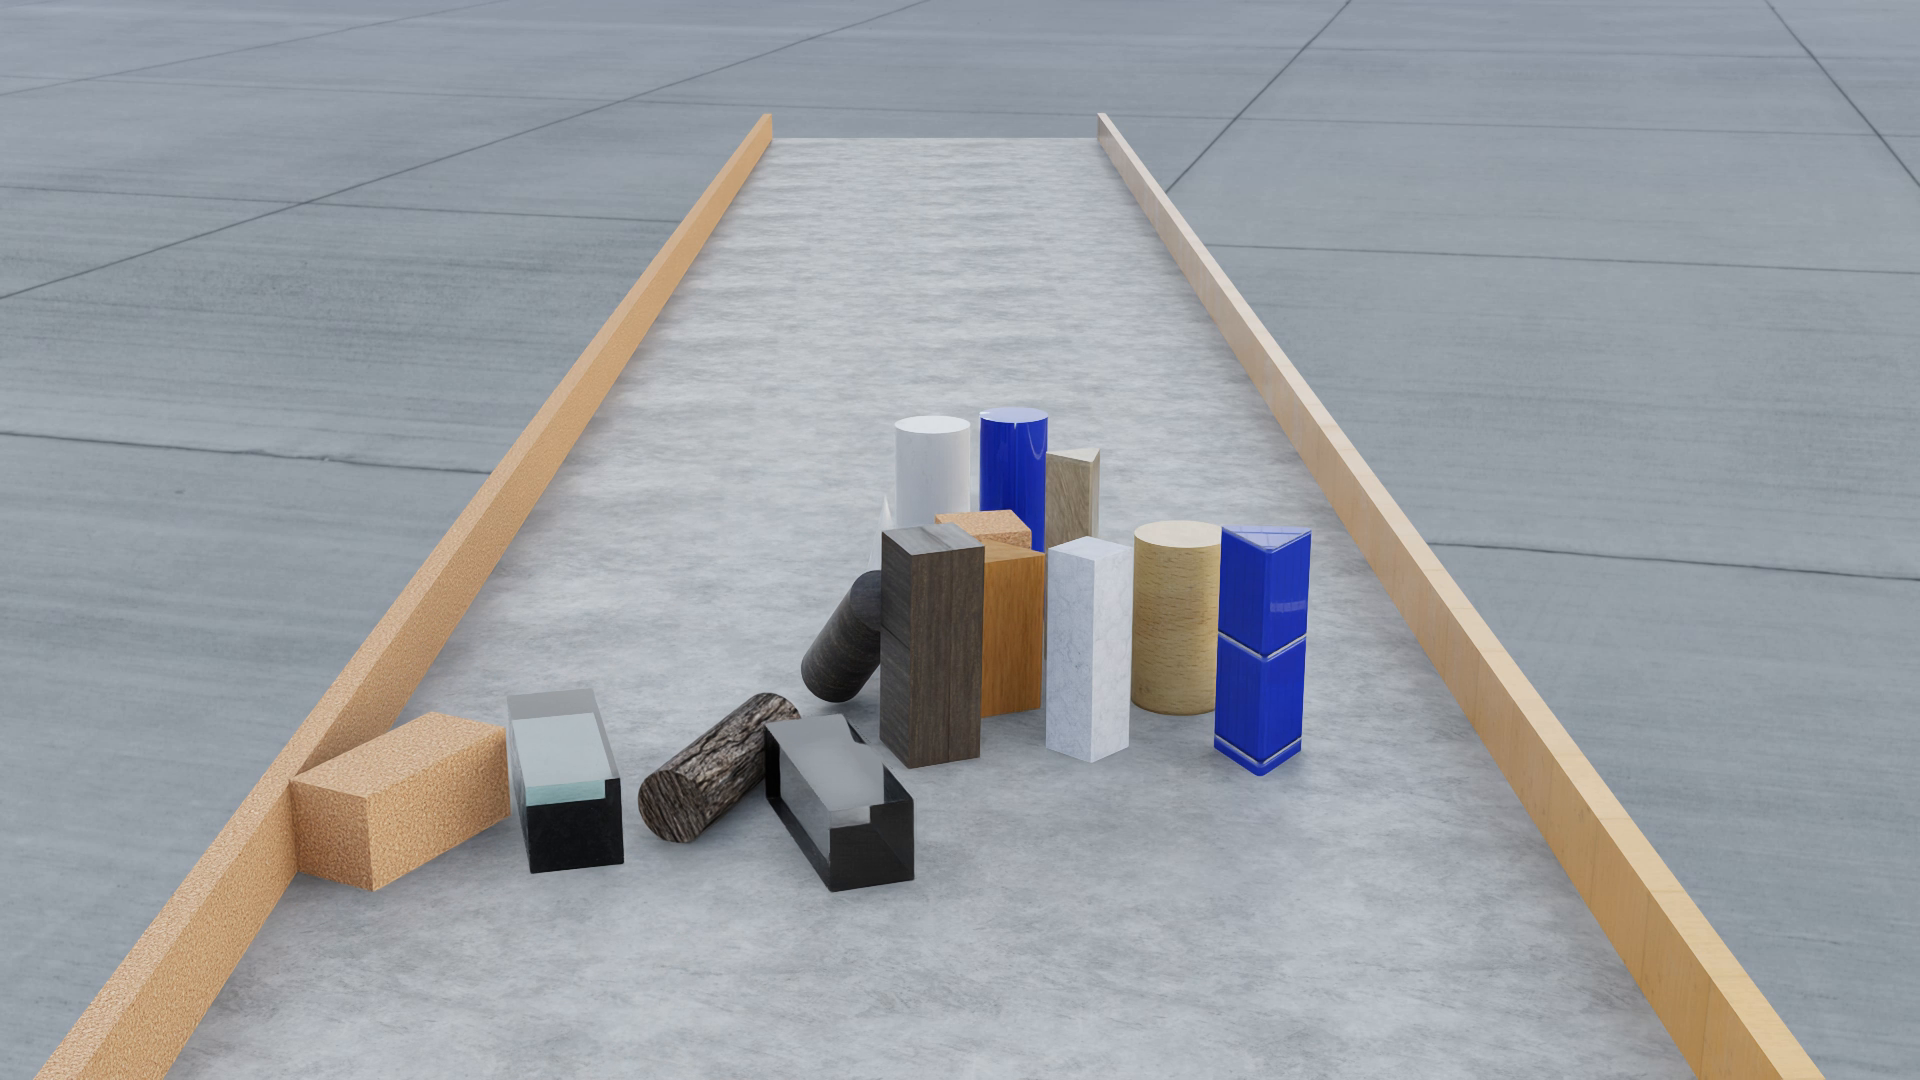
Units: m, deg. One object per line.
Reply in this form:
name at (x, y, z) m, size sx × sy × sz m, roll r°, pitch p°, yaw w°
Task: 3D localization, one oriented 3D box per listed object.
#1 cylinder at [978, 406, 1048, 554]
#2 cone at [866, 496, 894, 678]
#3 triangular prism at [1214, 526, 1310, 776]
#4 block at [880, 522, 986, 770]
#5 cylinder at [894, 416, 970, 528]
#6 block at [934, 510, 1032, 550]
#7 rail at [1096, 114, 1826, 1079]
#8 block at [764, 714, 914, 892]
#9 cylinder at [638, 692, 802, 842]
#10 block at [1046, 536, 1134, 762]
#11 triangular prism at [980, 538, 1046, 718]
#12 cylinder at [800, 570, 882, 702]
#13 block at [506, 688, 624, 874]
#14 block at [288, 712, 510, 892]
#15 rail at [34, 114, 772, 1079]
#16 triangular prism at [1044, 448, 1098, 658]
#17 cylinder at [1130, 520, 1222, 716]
cylinder at (0.111, -0.049, 4.623) m, size 0.143 × 0.439 × 0.143 m, roll 0°, pitch 17°, yaw 0°
cone at (-0.146, 0.079, 4.342) m, size 0.172 × 0.353 × 0.172 m, roll 0°, pitch 17°, yaw 0°
triangular prism at (0.514, 0.185, 3.877) m, size 0.133 × 0.415 × 0.153 m, roll 11°, pitch 20°, yaw 34°
block at (-0.051, 0.186, 3.890) m, size 0.137 × 0.400 × 0.137 m, roll -7°, pitch 21°, yaw -23°
cylinder at (-0.060, -0.084, 4.886) m, size 0.167 × 0.355 × 0.167 m, roll 0°, pitch 17°, yaw 0°
block at (0.043, 0.119, 4.269) m, size 0.153 × 0.318 × 0.153 m, roll -4°, pitch 17°, yaw -13°
rail at (0.932, -0.844, 7.801) m, size 0.050 × 0.150 × 12.000 m, roll 0°, pitch 17°, yaw -1°
block at (-0.201, 0.421, 3.574) m, size 0.136 × 0.136 × 0.391 m, roll -6°, pitch 18°, yaw -19°
cylinder at (-0.400, 0.380, 3.727) m, size 0.126 × 0.126 × 0.380 m, roll 6°, pitch 18°, yaw 19°
block at (0.230, 0.194, 3.916) m, size 0.106 × 0.375 × 0.106 m, roll 15°, pitch 22°, yaw 41°
triangular prism at (0.067, 0.162, 4.135) m, size 0.140 × 0.308 × 0.122 m, roll -7°, pitch 20°, yaw -23°
cylinder at (-0.191, 0.182, 4.082) m, size 0.126 × 0.126 × 0.312 m, roll -9°, pitch -24°, yaw -26°
block at (-0.659, 0.392, 3.651) m, size 0.147 × 0.147 × 0.419 m, roll -4°, pitch 17°, yaw -14°
block at (-0.898, 0.416, 3.552) m, size 0.157 × 0.157 × 0.333 m, roll 9°, pitch 19°, yaw 26°
rail at (-1.118, -0.838, 7.780) m, size 0.050 × 0.150 × 12.000 m, roll 0°, pitch 17°, yaw -1°
triangular prism at (0.243, 0.033, 4.366) m, size 0.113 × 0.427 × 0.098 m, roll 14°, pitch 21°, yaw 39°
cylinder at (0.416, 0.146, 4.158) m, size 0.180 × 0.329 × 0.180 m, roll 0°, pitch 17°, yaw 0°
